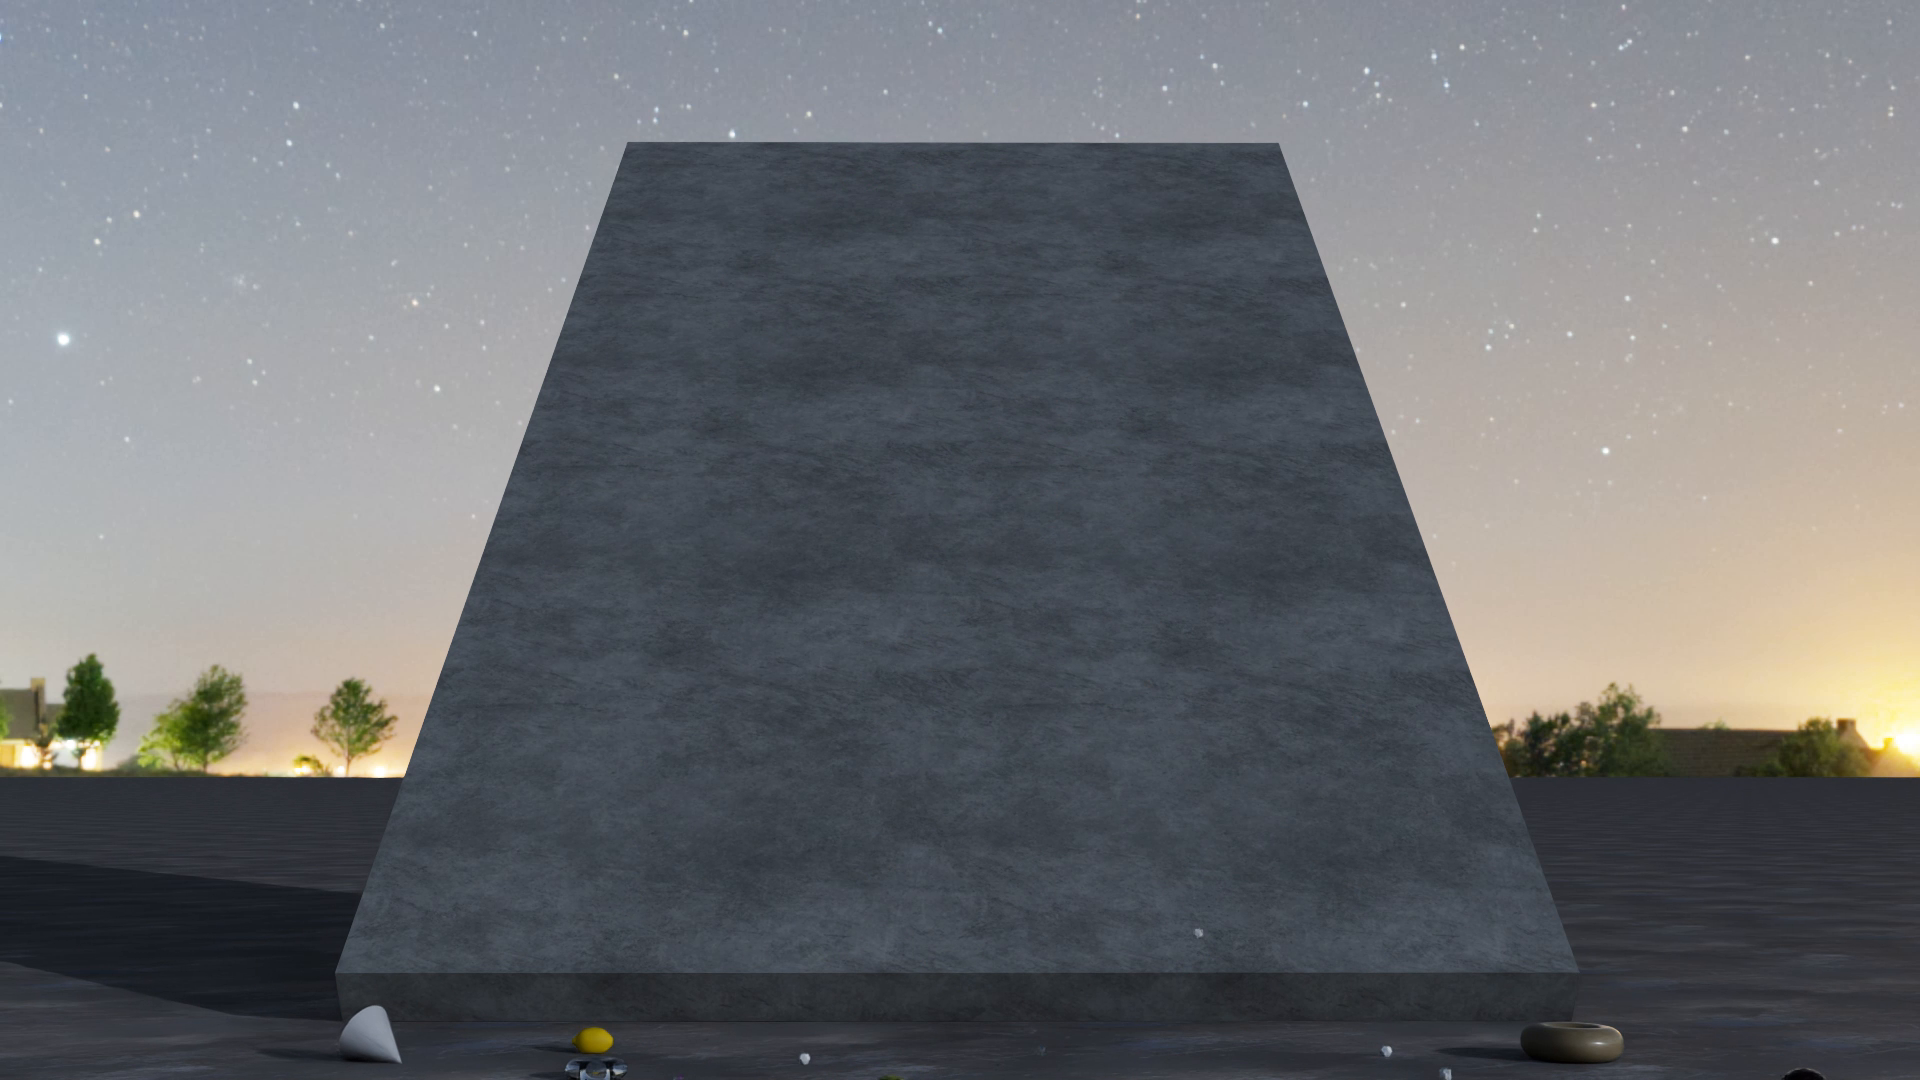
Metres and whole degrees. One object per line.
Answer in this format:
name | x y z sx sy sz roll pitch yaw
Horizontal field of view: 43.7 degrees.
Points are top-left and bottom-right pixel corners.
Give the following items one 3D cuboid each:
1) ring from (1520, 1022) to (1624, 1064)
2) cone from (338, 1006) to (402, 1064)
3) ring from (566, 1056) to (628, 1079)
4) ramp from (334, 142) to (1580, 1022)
ring | 0.866 0.711 3.389 0.143 0.048 0.143 1 -6 0
cone | -0.809 0.712 3.357 0.085 0.085 0.085 28 10 30
ring | -0.481 0.700 3.168 0.082 0.027 0.082 0 -7 0
ramp | -0.012 -0.219 5.628 2.000 0.100 4.000 0 29 0
